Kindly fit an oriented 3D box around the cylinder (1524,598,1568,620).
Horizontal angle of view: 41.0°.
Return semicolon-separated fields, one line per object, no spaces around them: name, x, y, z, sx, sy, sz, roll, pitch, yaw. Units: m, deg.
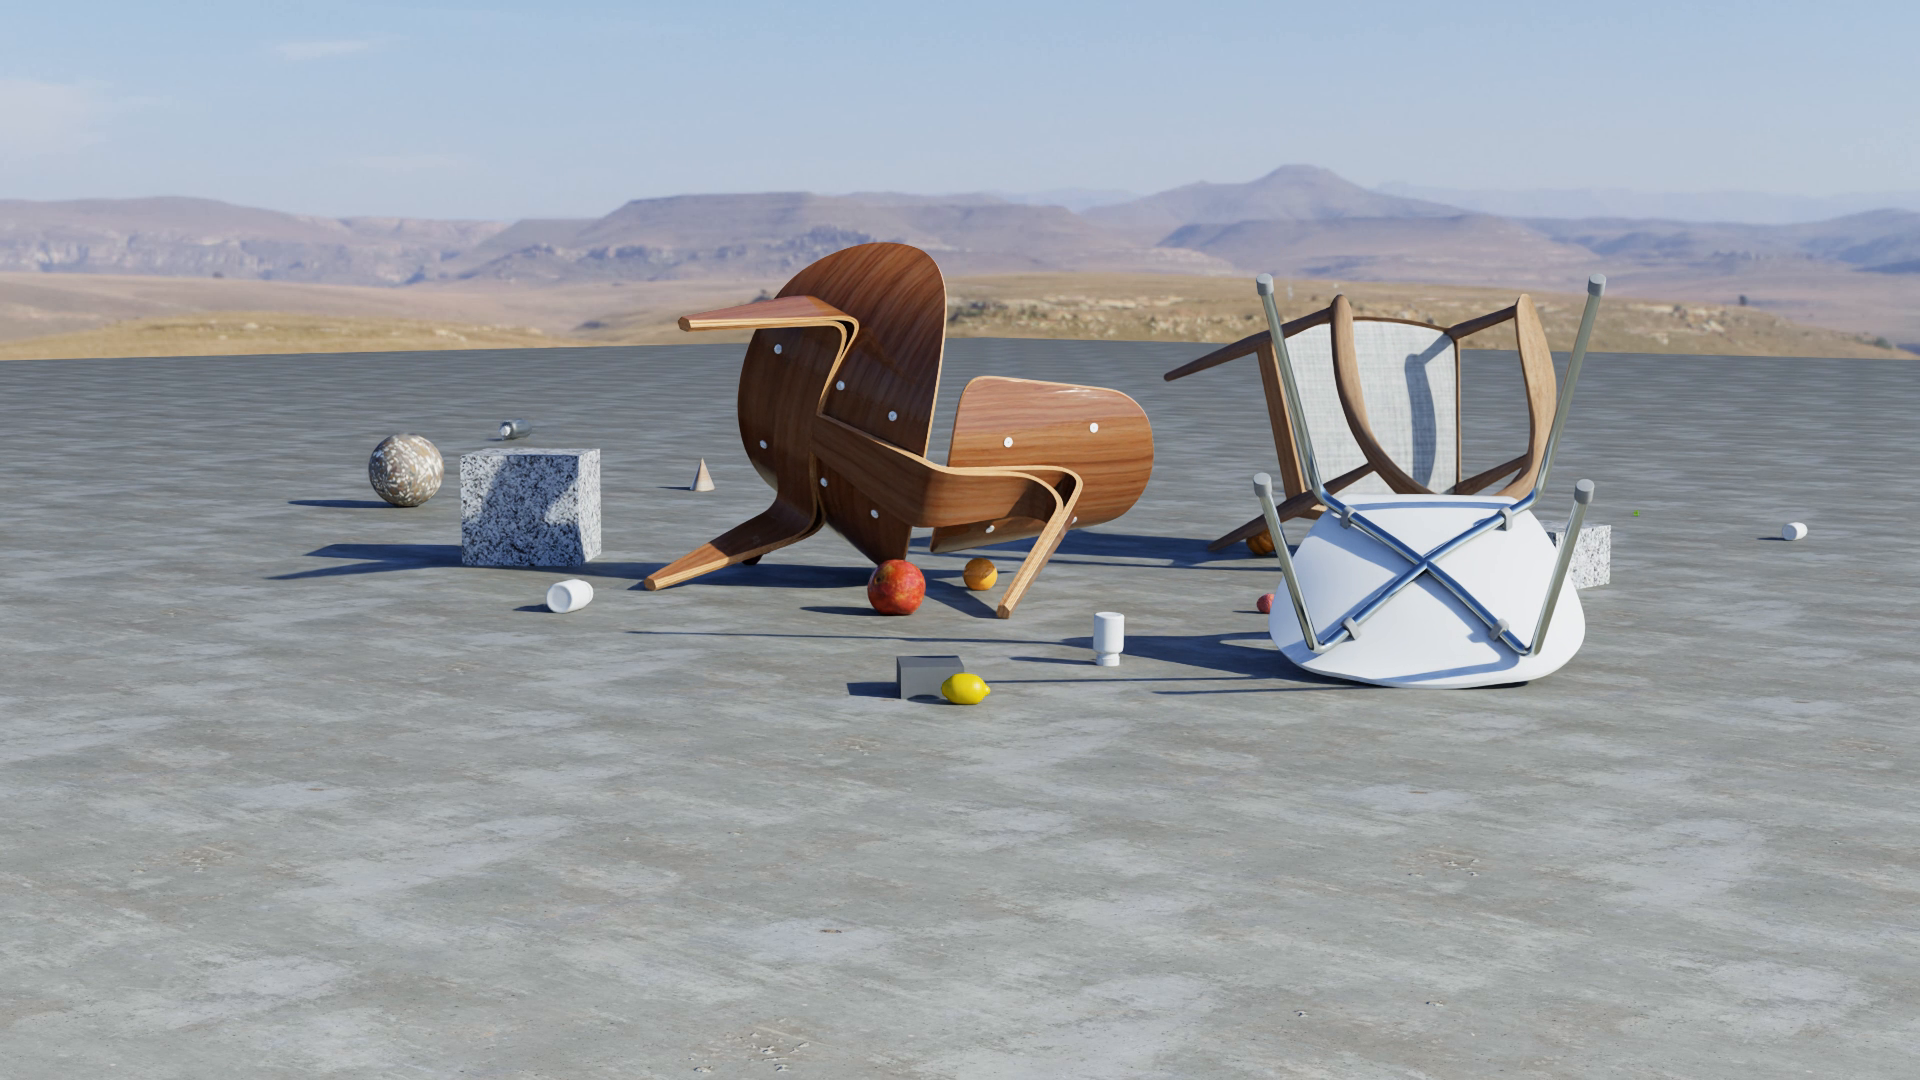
cylinder;1.128;0.132;4.935;0.071;0.039;0.076;3;9;24

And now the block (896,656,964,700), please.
block;-0.048;0.217;4.064;0.099;0.050;0.121;0;6;-5

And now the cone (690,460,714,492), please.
cone;-0.797;-0.206;7.938;0.076;0.098;0.169;0;6;3

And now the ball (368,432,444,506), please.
ball;-1.580;-0.200;7.323;0.212;0.212;0.212;0;6;0

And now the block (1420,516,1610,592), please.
block;1.195;0.028;5.532;0.332;0.126;0.227;5;8;43

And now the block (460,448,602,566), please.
block;-0.994;-0.079;5.965;0.269;0.250;0.263;0;6;3
